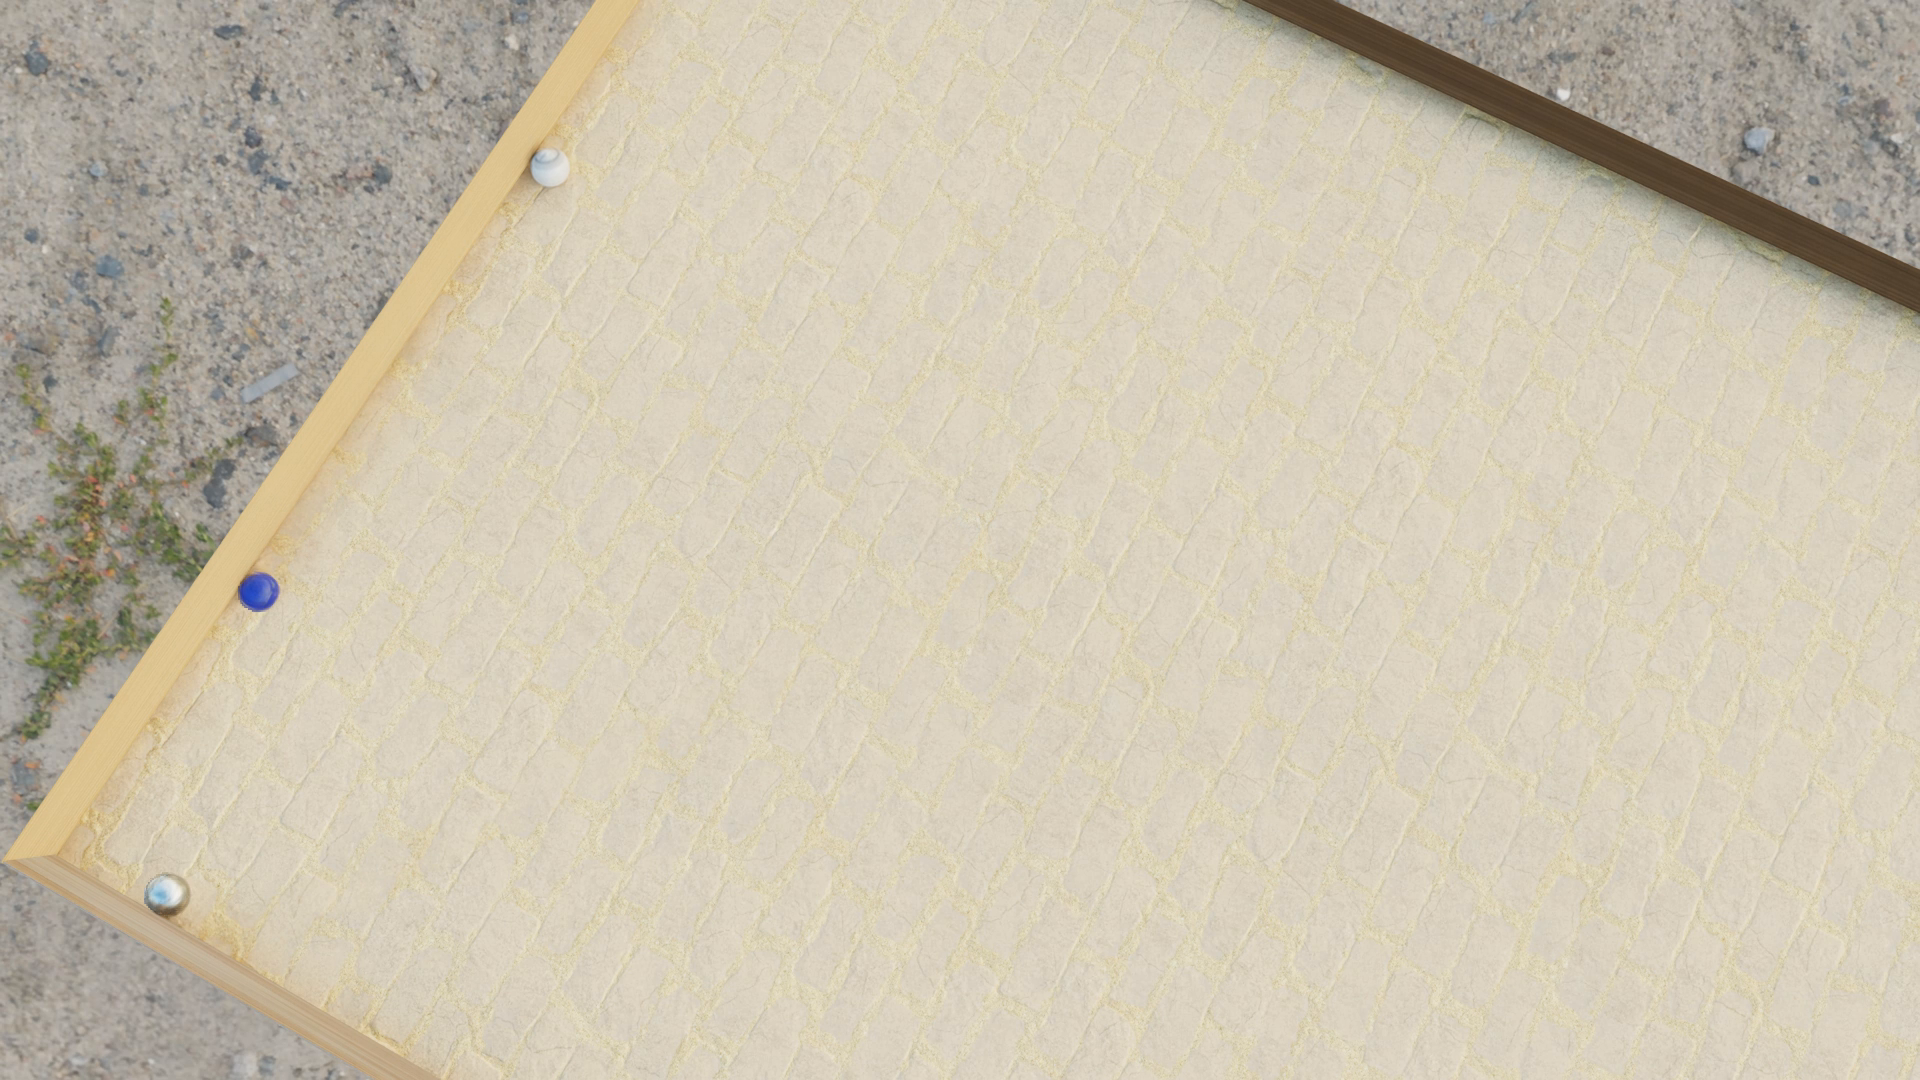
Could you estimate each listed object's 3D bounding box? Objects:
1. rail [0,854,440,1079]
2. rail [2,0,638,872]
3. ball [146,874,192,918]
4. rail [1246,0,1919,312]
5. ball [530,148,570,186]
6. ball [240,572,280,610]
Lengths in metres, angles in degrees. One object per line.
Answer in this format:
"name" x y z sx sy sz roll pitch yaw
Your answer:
"rail" 0.338 1.353 2.947 3.931 0.084 0.045 27 73 9
"rail" -0.842 -0.438 3.559 0.045 0.084 2.241 27 73 9
"ball" -1.166 0.524 3.242 0.063 0.063 0.063 0 71 0
"rail" 1.388 -0.470 3.569 3.931 0.084 0.045 27 73 9
"ball" -0.676 -0.616 3.630 0.064 0.064 0.064 0 71 0
"ball" -1.081 0.079 3.396 0.058 0.058 0.058 0 71 0
